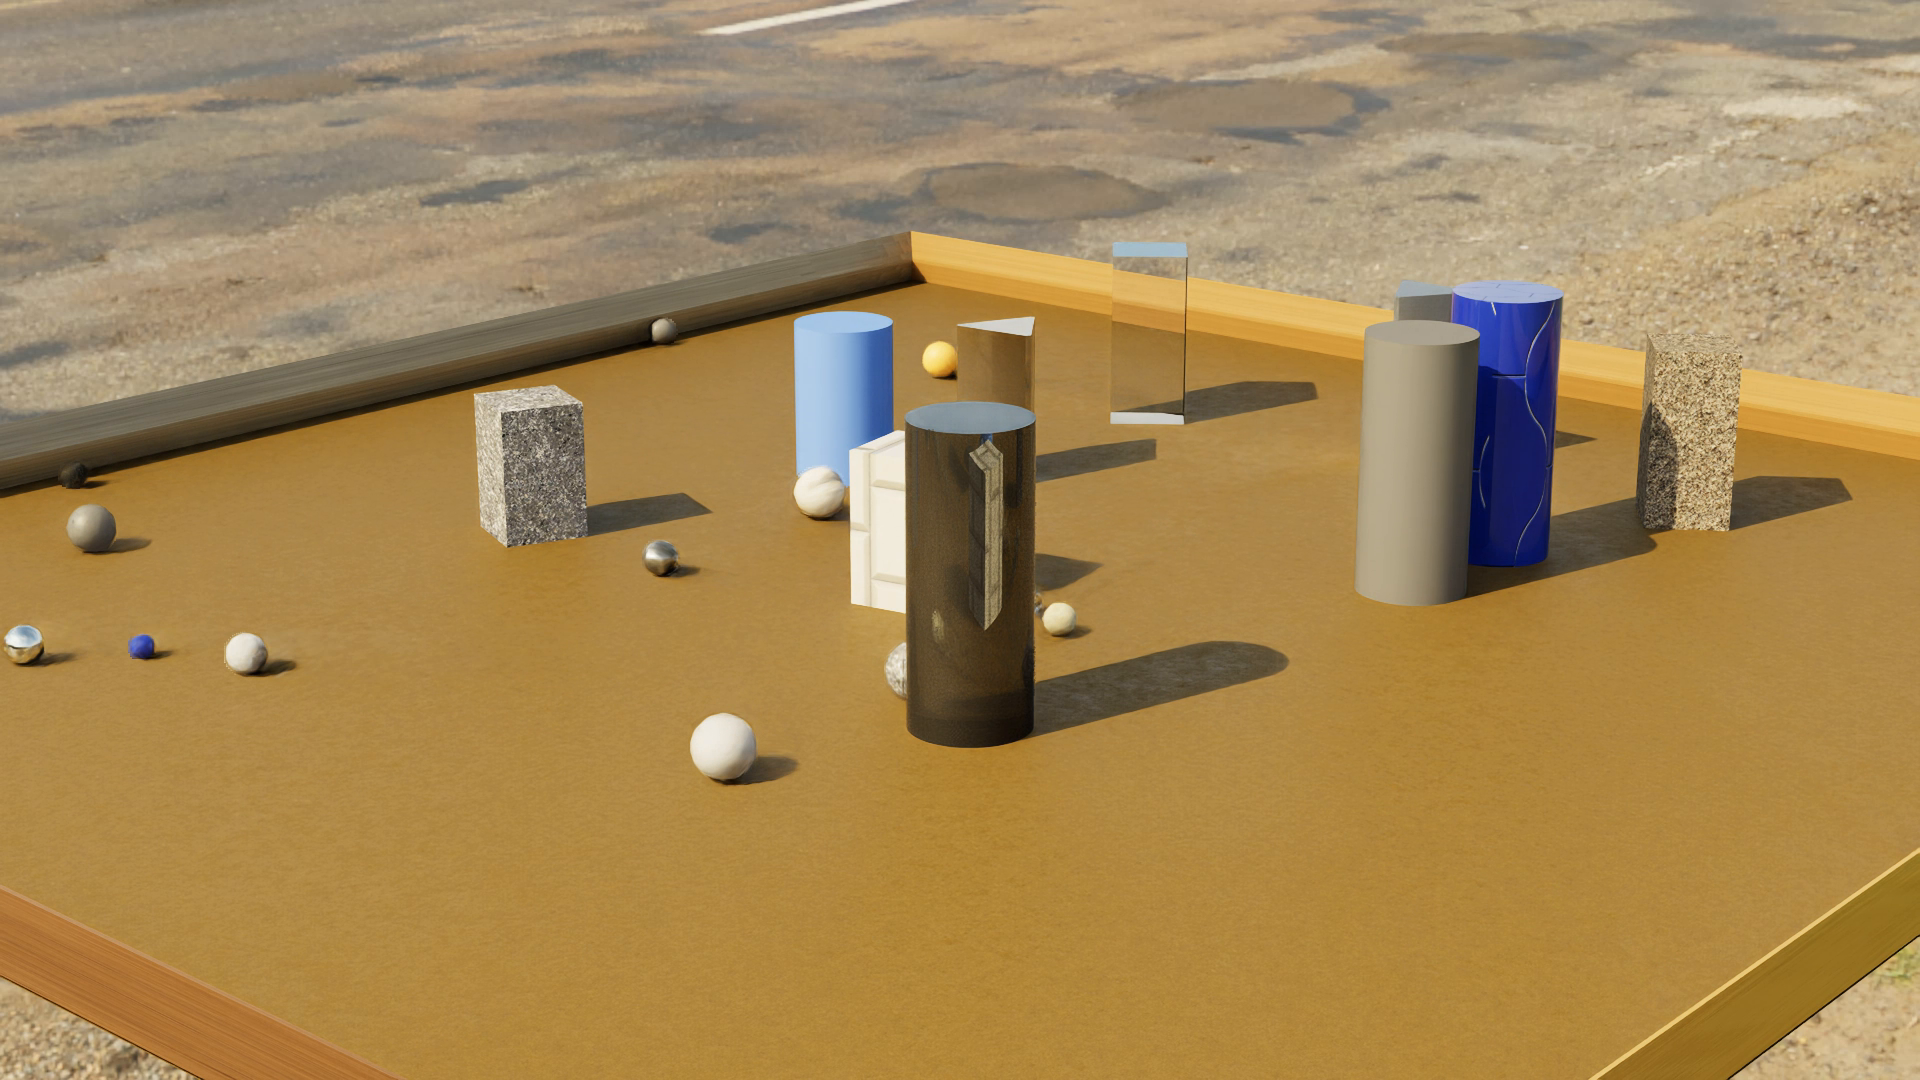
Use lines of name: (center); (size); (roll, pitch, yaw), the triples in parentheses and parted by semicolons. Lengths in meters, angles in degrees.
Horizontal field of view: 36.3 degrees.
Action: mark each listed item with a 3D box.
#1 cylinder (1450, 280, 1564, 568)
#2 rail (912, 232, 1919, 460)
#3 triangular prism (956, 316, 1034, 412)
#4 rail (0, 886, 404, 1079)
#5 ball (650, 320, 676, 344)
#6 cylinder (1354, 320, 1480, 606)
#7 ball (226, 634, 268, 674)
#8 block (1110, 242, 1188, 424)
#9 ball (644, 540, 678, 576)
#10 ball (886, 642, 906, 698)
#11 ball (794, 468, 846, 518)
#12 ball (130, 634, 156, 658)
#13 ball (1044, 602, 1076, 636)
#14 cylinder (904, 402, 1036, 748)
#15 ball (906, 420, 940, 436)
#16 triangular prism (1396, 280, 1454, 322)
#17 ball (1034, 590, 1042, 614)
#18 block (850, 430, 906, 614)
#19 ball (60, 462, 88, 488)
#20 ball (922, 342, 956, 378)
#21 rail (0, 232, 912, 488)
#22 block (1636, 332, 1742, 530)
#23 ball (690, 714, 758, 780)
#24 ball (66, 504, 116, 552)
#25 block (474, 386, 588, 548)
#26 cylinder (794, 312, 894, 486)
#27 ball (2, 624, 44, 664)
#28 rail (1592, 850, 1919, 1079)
cylinder: (0.980, -0.211, 5.310); (0.196, 0.486, 0.196); (0, 17, 0)
rail: (1.269, -0.390, 6.520); (3.744, 0.127, 0.045); (14, 22, 39)
triangular prism: (0.105, -0.286, 5.874); (0.170, 0.302, 0.147); (11, 20, 33)
rail: (-1.269, 0.454, 3.720); (3.744, 0.127, 0.045); (14, 22, 39)
ball: (-0.710, -0.496, 6.991); (0.061, 0.061, 0.061); (0, 17, 0)
cylinder: (0.793, -0.135, 5.099); (0.196, 0.462, 0.196); (0, 17, 0)
ball: (-1.150, 0.183, 4.727); (0.066, 0.066, 0.066); (0, 17, 0)
block: (0.404, -0.445, 6.296); (0.157, 0.363, 0.157); (1, 17, 3)
ball: (-0.534, 0.032, 5.234); (0.063, 0.063, 0.063); (0, 17, 0)
ball: (-0.069, 0.205, 4.607); (0.095, 0.095, 0.095); (0, 17, 0)
ball: (-0.266, -0.089, 5.578); (0.098, 0.098, 0.098); (0, 17, 0)
ball: (-1.339, 0.174, 4.804); (0.040, 0.040, 0.040); (0, 17, 0)
ball: (0.167, 0.133, 4.913); (0.056, 0.056, 0.056); (0, 17, 0)
cylinder: (0.015, 0.051, 4.435); (0.196, 0.488, 0.196); (0, 17, 0)
ball: (-0.077, -0.209, 6.016); (0.073, 0.073, 0.073); (0, 17, 0)
triangular prism: (0.922, -0.333, 5.927); (0.170, 0.363, 0.147); (-5, 17, -16)
ball: (0.116, 0.105, 5.018); (0.048, 0.048, 0.048); (0, 17, 0)
block: (-0.081, -0.030, 5.074); (0.157, 0.274, 0.157); (10, 19, 29)
ball: (-1.749, -0.128, 5.785); (0.052, 0.052, 0.052); (0, 17, 0)
ball: (-0.044, -0.410, 6.668); (0.082, 0.082, 0.082); (0, 17, 0)
rail: (-1.396, -0.318, 6.280); (0.045, 0.127, 3.919); (14, 22, 39)
block: (1.375, -0.205, 5.541); (0.157, 0.341, 0.157); (2, 17, 7)
ball: (-0.345, 0.302, 4.280); (0.098, 0.098, 0.098); (0, 17, 0)
ball: (-1.591, -0.023, 5.373); (0.088, 0.088, 0.088); (0, 17, 0)
block: (-0.800, -0.139, 5.467); (0.157, 0.257, 0.157); (-8, 19, -26)
cylinder: (-0.231, -0.284, 5.855); (0.196, 0.310, 0.196); (0, 17, 0)
ball: (-1.523, 0.170, 4.772); (0.065, 0.065, 0.065); (0, 17, 0)
rail: (1.396, 0.382, 3.960); (0.045, 0.127, 3.919); (14, 22, 39)
